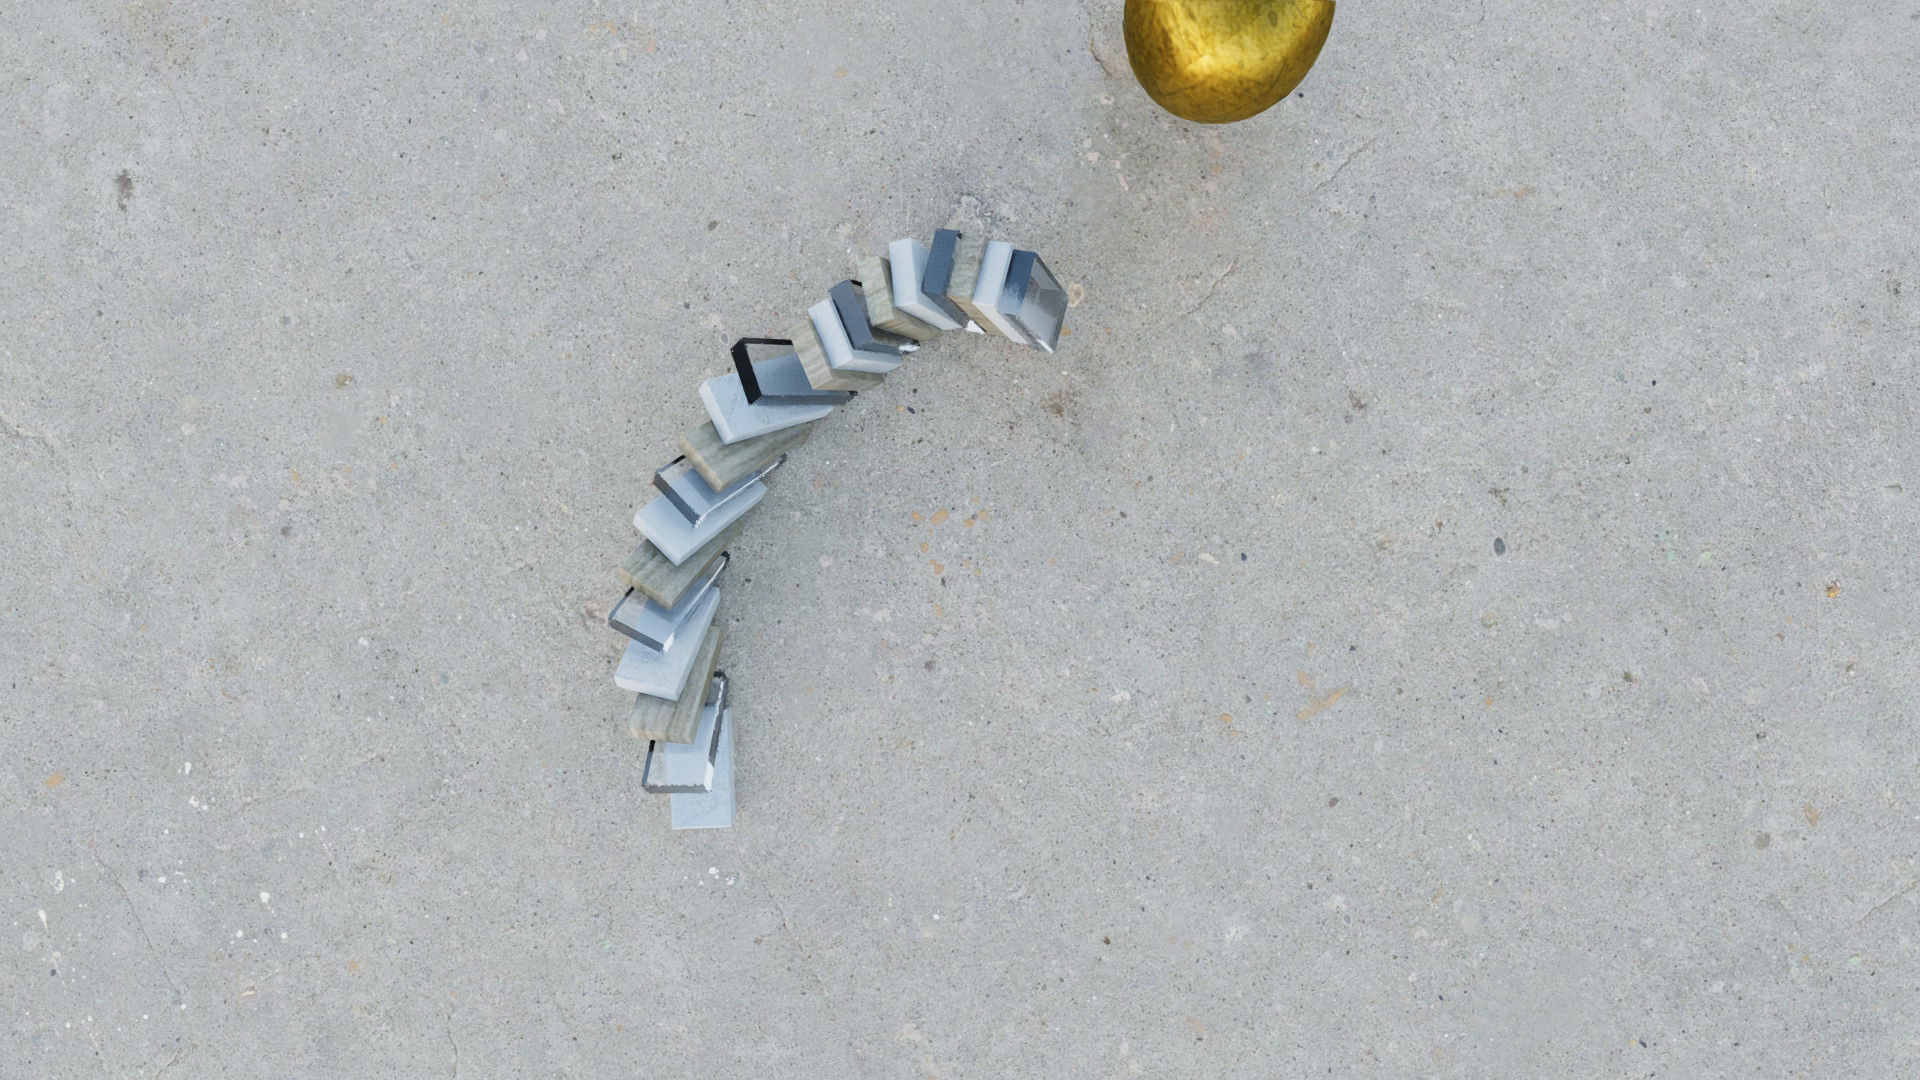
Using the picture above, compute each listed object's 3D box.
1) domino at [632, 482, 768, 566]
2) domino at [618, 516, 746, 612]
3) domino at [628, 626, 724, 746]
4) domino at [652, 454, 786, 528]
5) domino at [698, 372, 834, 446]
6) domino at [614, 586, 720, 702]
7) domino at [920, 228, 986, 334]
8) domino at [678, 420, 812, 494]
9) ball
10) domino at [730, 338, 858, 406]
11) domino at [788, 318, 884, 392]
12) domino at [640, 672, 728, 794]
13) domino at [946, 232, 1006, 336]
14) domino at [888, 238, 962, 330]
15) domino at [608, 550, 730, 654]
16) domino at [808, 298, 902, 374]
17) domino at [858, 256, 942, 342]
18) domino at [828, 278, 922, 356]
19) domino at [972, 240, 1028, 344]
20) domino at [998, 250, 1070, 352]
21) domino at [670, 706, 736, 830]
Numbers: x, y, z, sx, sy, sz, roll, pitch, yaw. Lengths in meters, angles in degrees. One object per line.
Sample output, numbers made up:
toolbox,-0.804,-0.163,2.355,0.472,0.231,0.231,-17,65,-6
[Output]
domino,-0.107,-0.014,0.382,0.025,0.010,0.050,45,54,0
domino,-0.115,0.003,0.381,0.025,0.009,0.050,34,54,0
domino,-0.118,0.059,0.382,0.025,0.010,0.050,7,55,0
domino,-0.099,-0.030,0.381,0.025,0.010,0.050,47,53,0
domino,-0.080,-0.059,0.380,0.050,0.010,0.025,-24,87,-38
domino,-0.121,0.040,0.382,0.025,0.010,0.050,14,55,0
domino,0.001,-0.105,0.375,0.009,0.050,0.025,15,90,22
domino,-0.089,-0.042,0.381,0.025,0.009,0.050,50,51,0
ball,0.105,-0.207,0.360,0.080,0.080,0.080,0,90,0
domino,-0.067,-0.069,0.377,0.010,0.050,0.025,-28,79,41
domino,-0.050,-0.075,0.375,0.010,0.050,0.025,-23,90,21
domino,-0.113,0.079,0.380,0.025,0.010,0.050,-1,55,1
domino,0.011,-0.103,0.375,0.010,0.050,0.025,15,90,22
domino,-0.013,-0.103,0.375,0.009,0.050,0.025,-5,90,21
domino,-0.120,0.020,0.381,0.025,0.010,0.050,27,54,1
domino,-0.042,-0.083,0.375,0.010,0.050,0.025,-23,90,21
domino,-0.024,-0.098,0.375,0.009,0.050,0.025,-13,90,21
domino,-0.034,-0.090,0.375,0.010,0.050,0.025,-22,90,21
domino,0.021,-0.100,0.375,0.010,0.050,0.025,15,90,22
domino,0.031,-0.097,0.375,0.009,0.050,0.025,15,90,22
domino,-0.111,0.098,0.395,0.025,0.009,0.050,-3,90,0
